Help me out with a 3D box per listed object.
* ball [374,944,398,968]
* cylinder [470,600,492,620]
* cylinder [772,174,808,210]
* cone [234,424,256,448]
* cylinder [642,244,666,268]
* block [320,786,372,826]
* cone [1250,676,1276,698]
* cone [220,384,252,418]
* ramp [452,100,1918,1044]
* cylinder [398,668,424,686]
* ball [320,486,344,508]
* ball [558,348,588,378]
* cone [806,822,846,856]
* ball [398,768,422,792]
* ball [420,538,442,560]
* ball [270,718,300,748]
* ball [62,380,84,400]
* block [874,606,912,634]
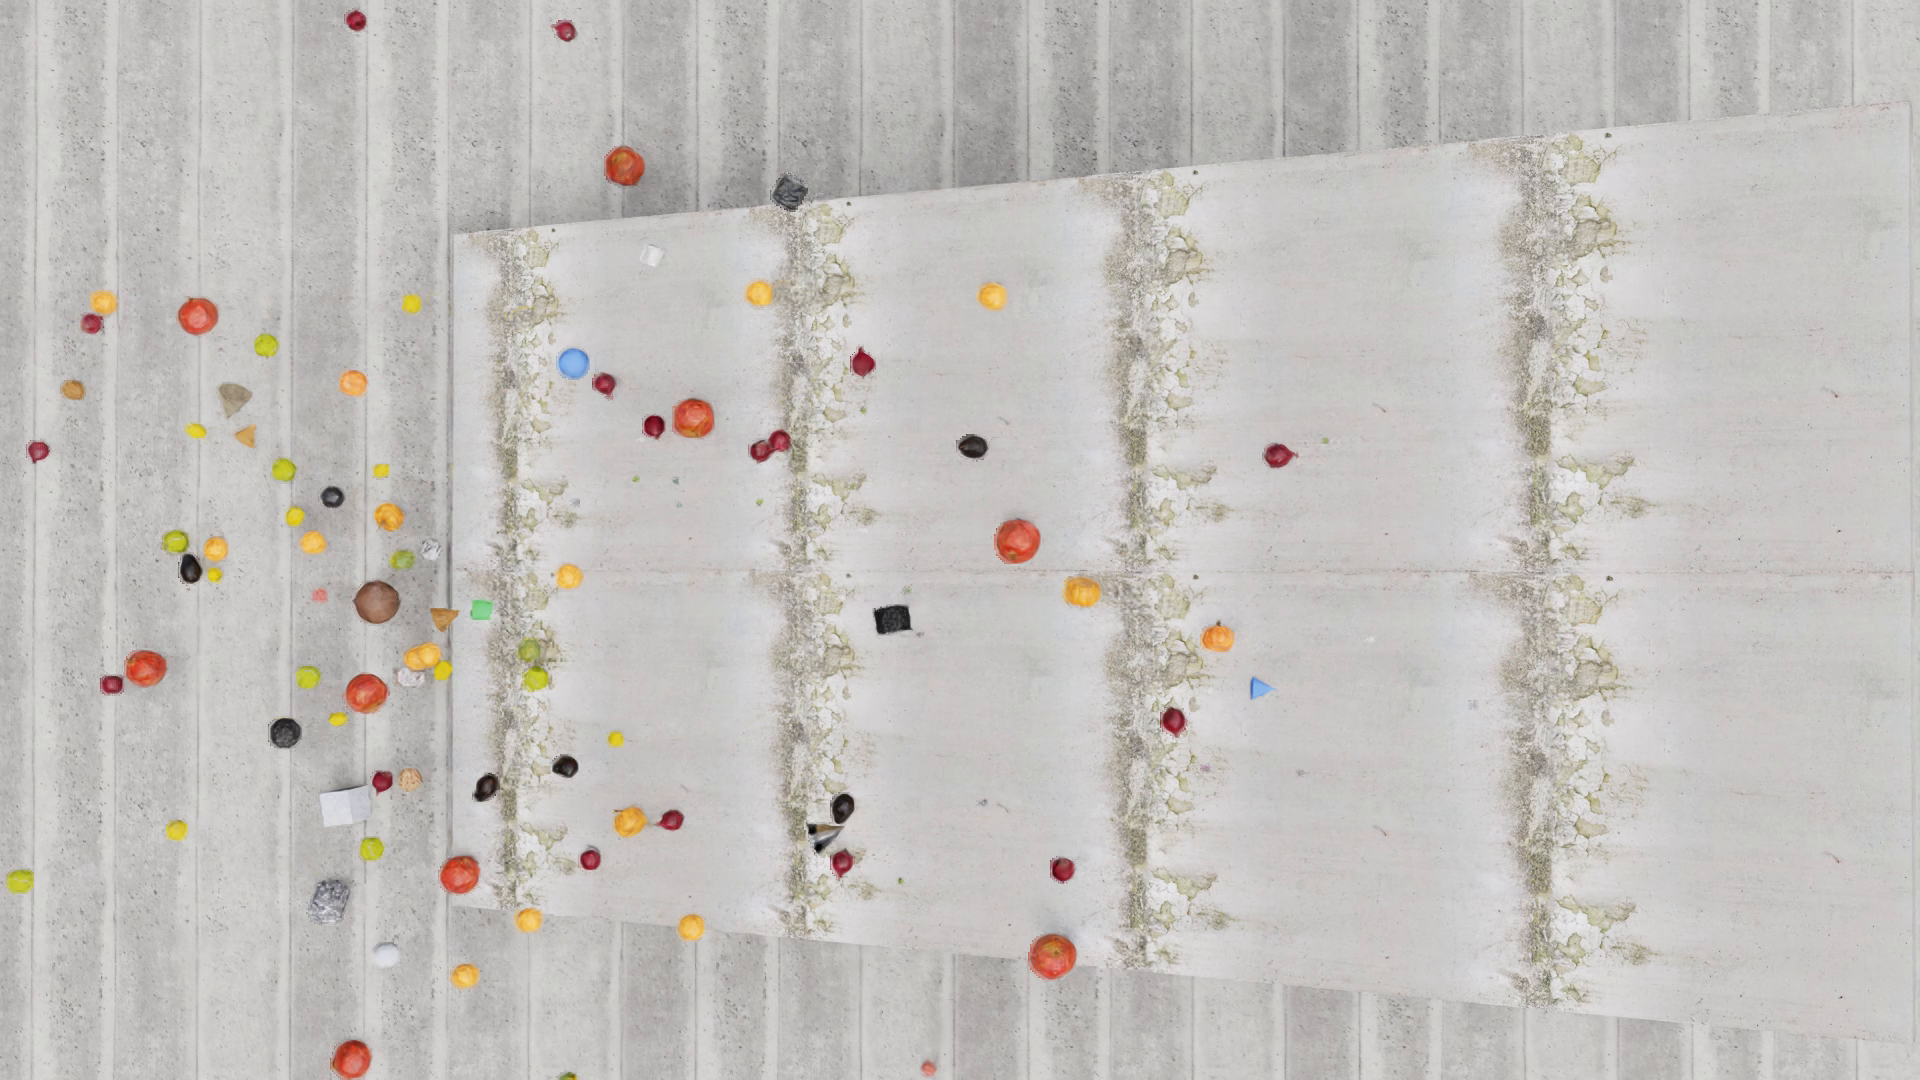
[{"bbox_3d":[-1.719,1.246,6.590,0.073,0.073,0.073,0,89,0],"label":"ball"},{"bbox_3d":[-1.393,0.204,6.400,0.056,0.056,0.056,6,89,-15],"label":"cylinder"},{"bbox_3d":[-0.461,-0.941,5.942,0.072,0.072,0.072,34,102,0],"label":"cylinder"},{"bbox_3d":[-2.140,-0.326,6.626,0.068,0.068,0.068,26,64,0],"label":"cone"},{"bbox_3d":[-0.860,-0.799,6.180,0.053,0.053,0.053,22,101,0],"label":"cylinder"},{"bbox_3d":[-1.833,0.794,6.567,0.099,0.099,0.099,-9,89,20],"label":"block"},{"bbox_3d":[0.736,0.359,5.327,0.057,0.057,0.057,3,89,2],"label":"cone"},{"bbox_3d":[-2.193,-0.403,6.621,0.098,0.098,0.098,26,116,0],"label":"cone"},{"bbox_3d":[0.276,0.077,5.648,4.000,0.100,2.000,0,89,28],"label":"ramp"},{"bbox_3d":[-1.646,0.411,6.598,0.054,0.054,0.054,-1,88,31],"label":"cylinder"},{"bbox_3d":[-1.886,-0.128,6.607,0.066,0.066,0.066,0,89,0],"label":"ball"},{"bbox_3d":[-1.105,-0.507,6.290,0.085,0.085,0.085,0,89,0],"label":"ball"},{"bbox_3d":[-0.350,0.785,5.896,0.094,0.094,0.094,-21,89,-1],"label":"cone"},{"bbox_3d":[-1.648,0.718,6.585,0.069,0.069,0.069,0,89,0],"label":"ball"},{"bbox_3d":[-1.573,0.029,6.549,0.065,0.065,0.065,0,89,0],"label":"ball"},{"bbox_3d":[-2.022,0.578,6.588,0.090,0.090,0.090,0,89,0],"label":"ball"},{"bbox_3d":[-2.666,-0.449,6.614,0.059,0.059,0.059,0,89,0],"label":"ball"},{"bbox_3d":[-0.177,0.210,5.795,0.066,0.066,0.066,-12,84,28],"label":"block"}]
